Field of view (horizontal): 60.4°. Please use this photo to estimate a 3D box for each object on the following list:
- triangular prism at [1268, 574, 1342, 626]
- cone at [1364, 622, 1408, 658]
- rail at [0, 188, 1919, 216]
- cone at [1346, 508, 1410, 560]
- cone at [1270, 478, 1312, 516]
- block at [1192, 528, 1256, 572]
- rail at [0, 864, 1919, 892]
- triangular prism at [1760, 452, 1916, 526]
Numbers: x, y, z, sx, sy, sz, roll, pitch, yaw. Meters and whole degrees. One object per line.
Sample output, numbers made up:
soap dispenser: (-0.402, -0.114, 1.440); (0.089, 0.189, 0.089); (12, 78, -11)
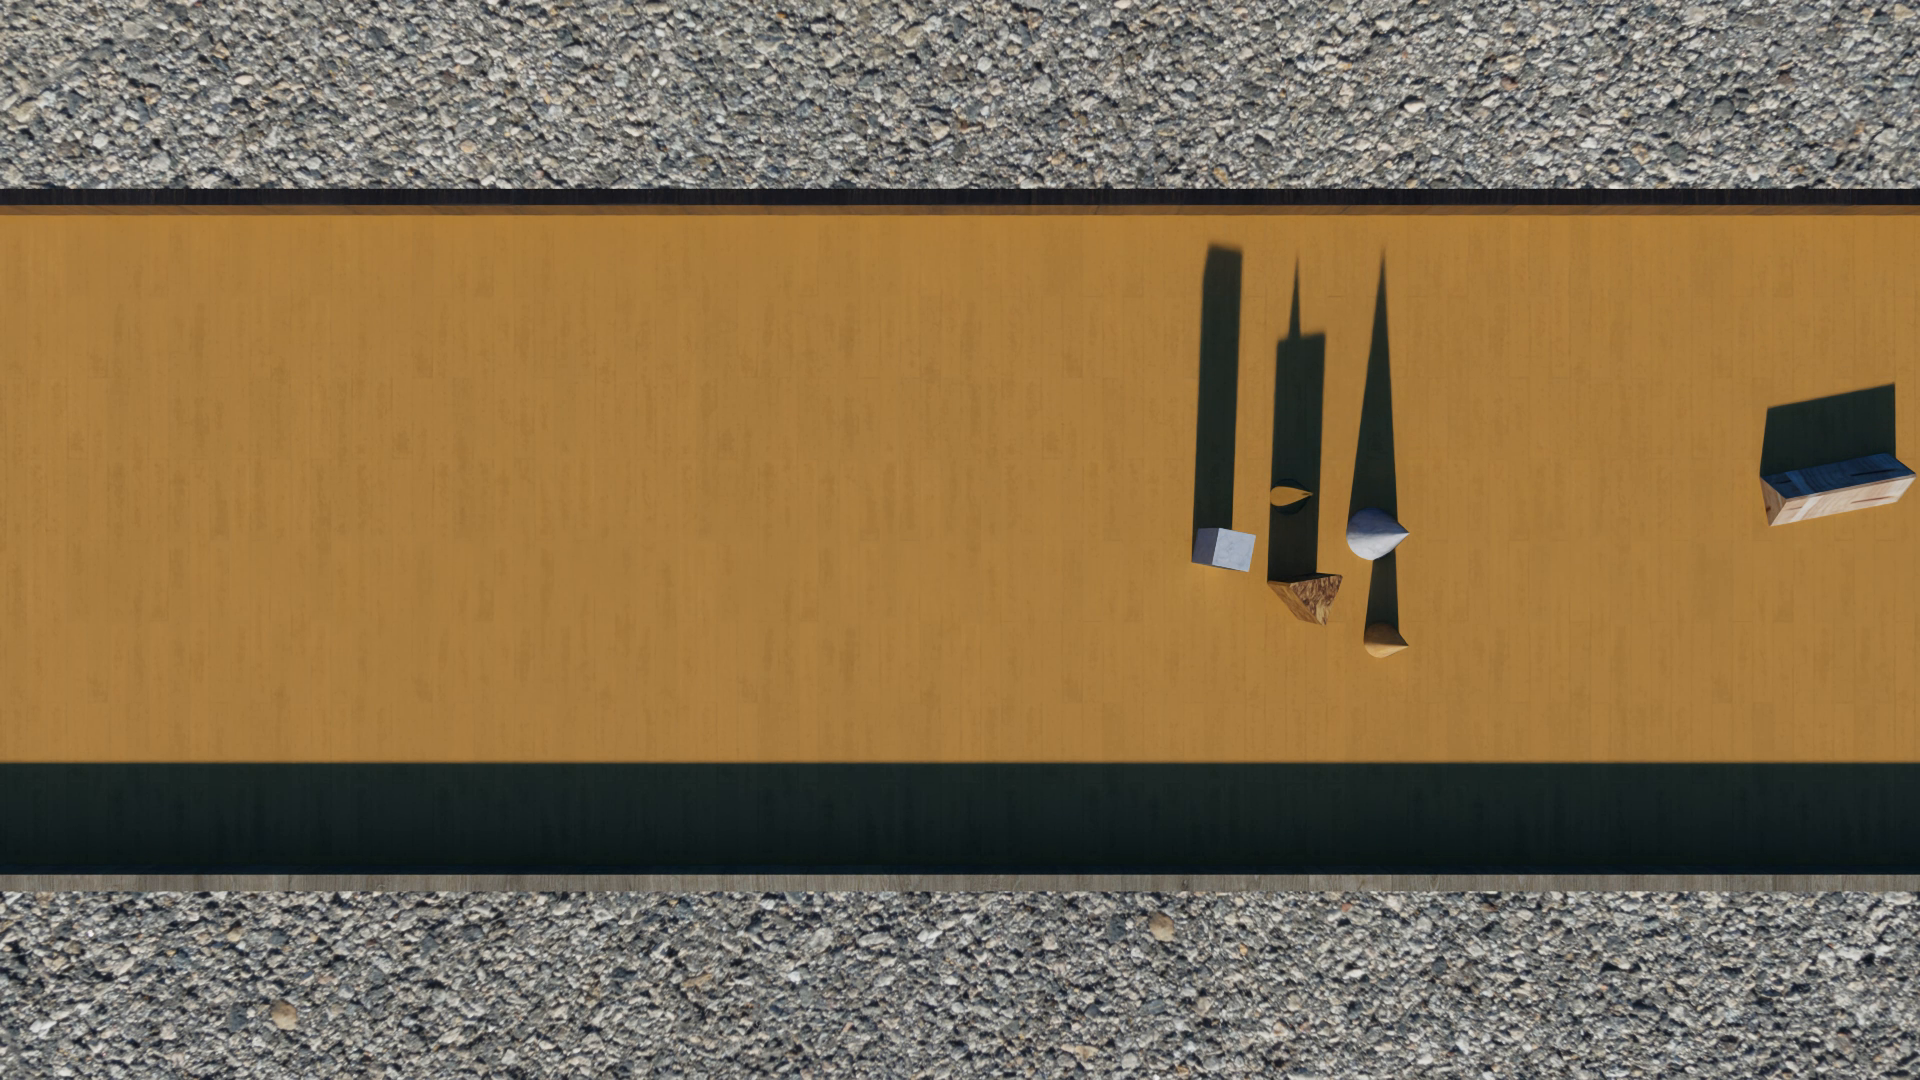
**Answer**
triangular prism: (1.045, 0.145, 4.901); (0.131, 0.350, 0.152); (-40, 90, 0)
cone: (1.297, 0.307, 4.918); (0.111, 0.317, 0.111); (0, 90, 0)
rail: (-2.247, -1.025, 5.002); (12.000, 0.150, 0.050); (0, 90, 0)
cone: (1.269, -0.019, 4.864); (0.161, 0.425, 0.161); (0, 90, 0)
cone: (1.010, -0.133, 4.896); (0.113, 0.361, 0.113); (0, 90, 0)
block: (0.774, 0.028, 4.869); (0.106, 0.415, 0.106); (11, 90, 0)
rail: (-2.247, 1.025, 5.001); (12.000, 0.150, 0.050); (0, 90, 0)
triangular prism: (2.671, -0.156, 5.007); (0.399, 0.132, 0.153); (-11, 90, 0)
